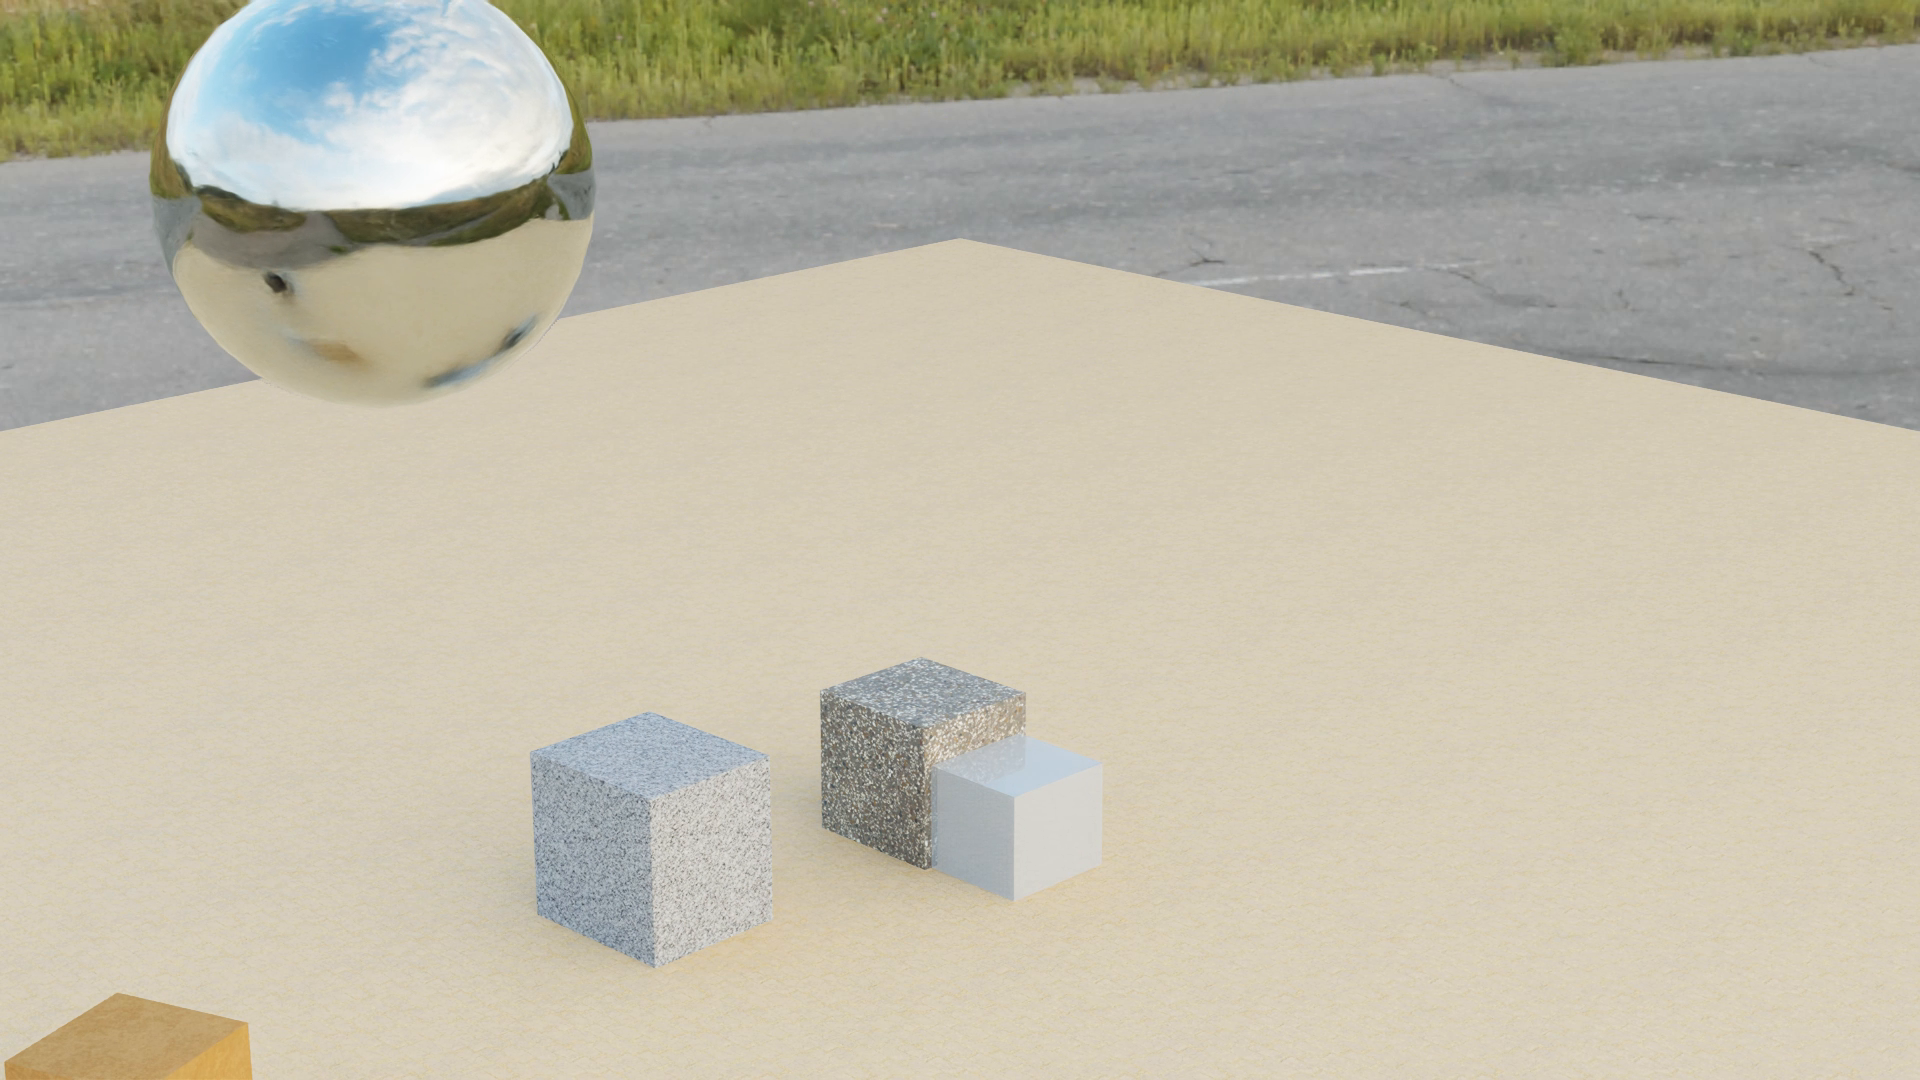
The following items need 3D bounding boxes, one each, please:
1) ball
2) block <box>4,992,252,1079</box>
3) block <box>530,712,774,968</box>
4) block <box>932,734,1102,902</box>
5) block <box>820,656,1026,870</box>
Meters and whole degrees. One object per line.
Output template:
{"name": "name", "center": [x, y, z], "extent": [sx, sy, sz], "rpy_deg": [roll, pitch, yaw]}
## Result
{"name": "ball", "center": [-2.133, -1.279, 10.704], "extent": [1.600, 1.600, 1.600], "rpy_deg": [0, 17, 0]}
{"name": "block", "center": [-3.025, 2.094, 10.742], "extent": [0.604, 0.564, 0.614], "rpy_deg": [8, 19, 23]}
{"name": "block", "center": [-1.354, 1.303, 12.903], "extent": [0.796, 0.777, 0.688], "rpy_deg": [16, 23, 41]}
{"name": "block", "center": [0.261, 1.266, 13.472], "extent": [0.581, 0.506, 0.530], "rpy_deg": [-17, 24, -42]}
{"name": "block", "center": [-0.175, 1.044, 13.862], "extent": [0.663, 0.697, 0.704], "rpy_deg": [-17, 24, -42]}
